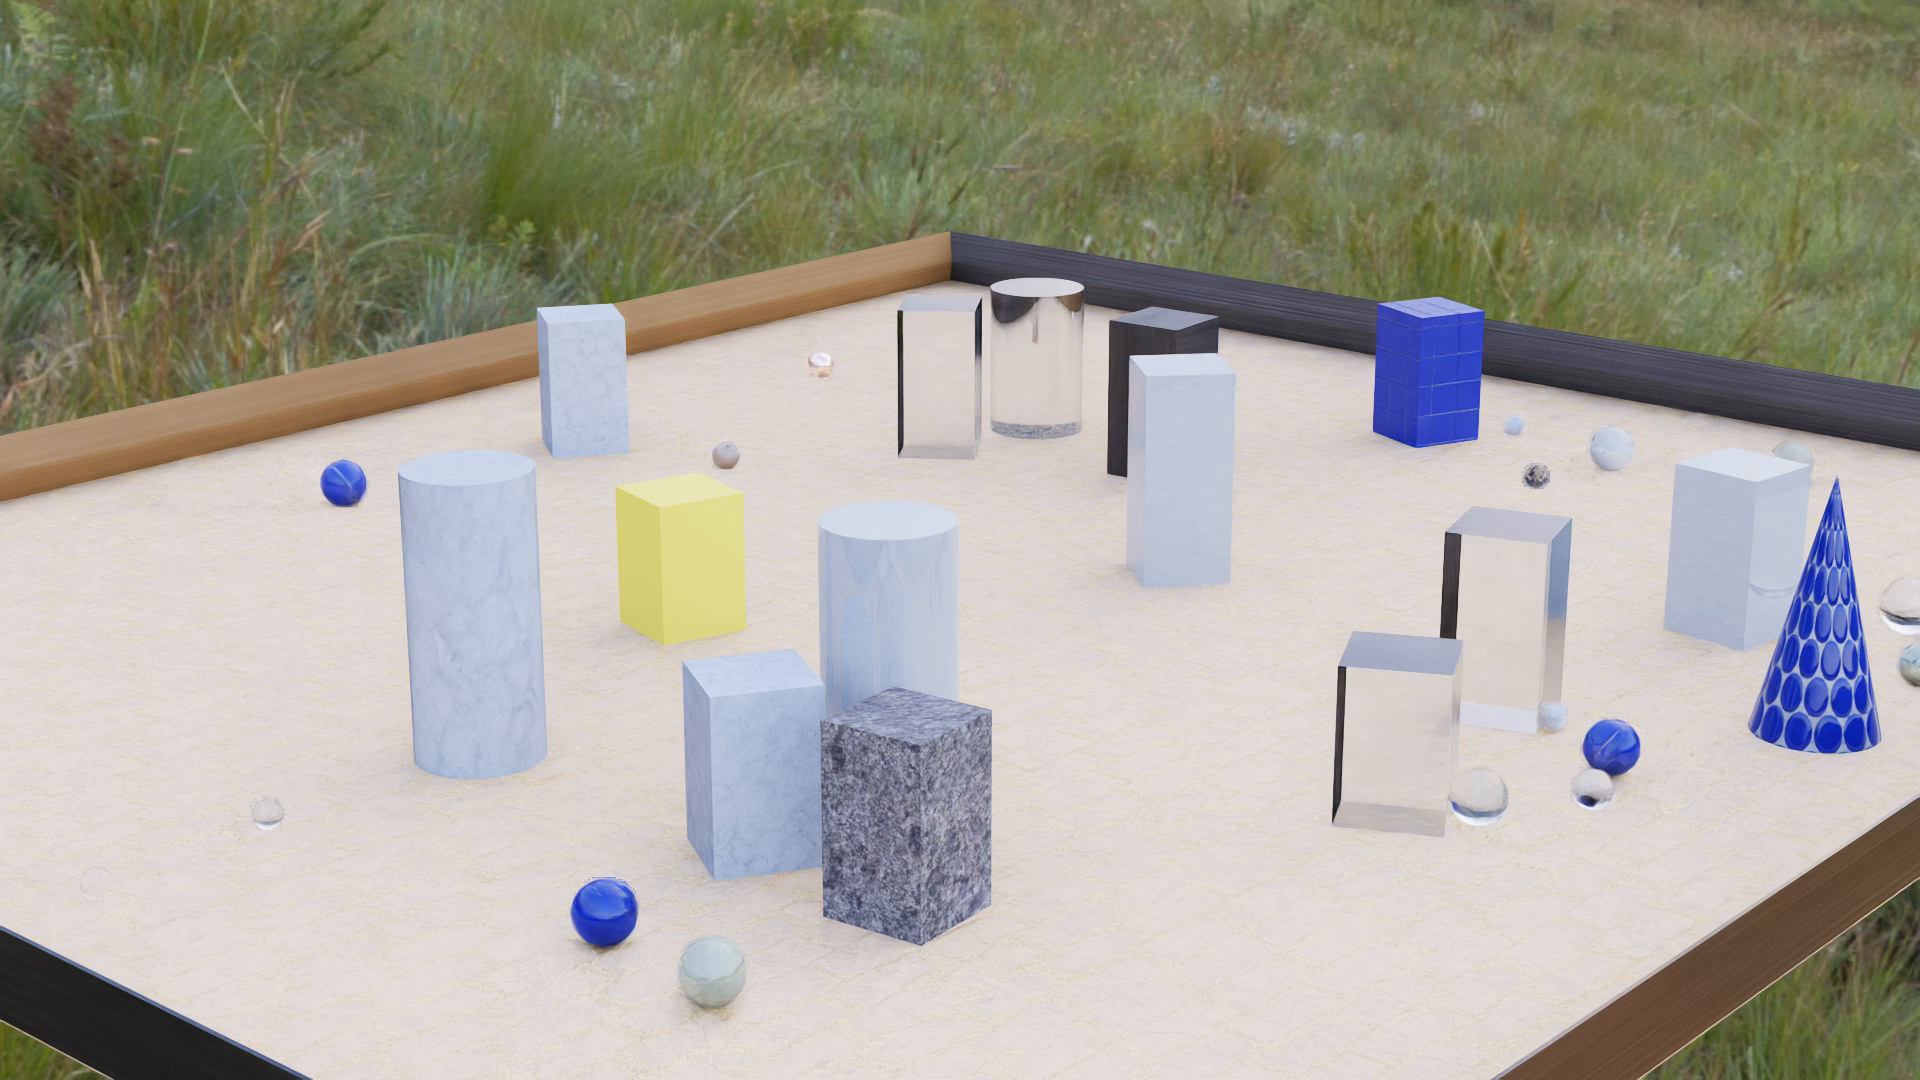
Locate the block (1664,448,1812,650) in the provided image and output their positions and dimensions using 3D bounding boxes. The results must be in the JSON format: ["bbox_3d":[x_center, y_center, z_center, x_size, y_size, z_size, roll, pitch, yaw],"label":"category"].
[{"bbox_3d":[1.300,0.013,4.909,0.158,0.289,0.158,-14,22,-40],"label":"block"}]

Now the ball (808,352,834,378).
[{"bbox_3d":[-0.317,-0.398,6.666,0.061,0.061,0.061,0,17,0],"label":"ball"}]

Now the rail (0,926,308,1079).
[{"bbox_3d":[-1.313,0.468,3.672,3.587,0.128,0.045,14,22,39],"label":"rail"}]

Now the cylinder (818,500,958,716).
[{"bbox_3d":[-0.100,0.174,4.140,0.197,0.423,0.197,0,17,0],"label":"cylinder"}]

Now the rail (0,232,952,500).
[{"bbox_3d":[-1.336,-0.303,6.231,0.045,0.128,4.052,14,22,39],"label":"rail"}]

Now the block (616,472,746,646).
[{"bbox_3d":[-0.470,0.030,4.938,0.158,0.239,0.158,-11,20,-32],"label":"block"}]

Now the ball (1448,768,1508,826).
[{"bbox_3d":[0.718,0.356,4.061,0.082,0.082,0.082,0,17,0],"label":"ball"}]

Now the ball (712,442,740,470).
[{"bbox_3d":[-0.473,-0.170,5.919,0.056,0.056,0.056,0,17,0],"label":"ball"}]

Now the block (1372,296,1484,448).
[{"bbox_3d":[0.980,-0.352,6.143,0.158,0.276,0.158,-8,19,-26],"label":"block"}]

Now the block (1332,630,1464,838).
[{"bbox_3d":[0.618,0.272,4.136,0.158,0.239,0.158,4,17,14],"label":"block"}]

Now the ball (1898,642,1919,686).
[{"bbox_3d":[1.533,0.197,4.675,0.070,0.070,0.070,0,17,0],"label":"ball"}]

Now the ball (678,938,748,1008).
[{"bbox_3d":[-0.301,0.525,3.562,0.085,0.085,0.085,0,17,0],"label":"ball"}]

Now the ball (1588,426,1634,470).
[{"bbox_3d":[1.313,-0.185,5.907,0.090,0.090,0.090,0,17,0],"label":"ball"}]

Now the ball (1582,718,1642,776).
[{"bbox_3d":[0.956,0.304,4.299,0.084,0.084,0.084,0,17,0],"label":"ball"}]

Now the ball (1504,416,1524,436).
[{"bbox_3d":[1.168,-0.242,6.180,0.042,0.042,0.042,0,17,0],"label":"ball"}]

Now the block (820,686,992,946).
[{"bbox_3d":[-0.069,0.355,3.802,0.158,0.273,0.158,11,20,33],"label":"block"}]

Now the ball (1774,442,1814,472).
[{"bbox_3d":[1.655,-0.154,5.824,0.080,0.080,0.080,0,17,0],"label":"ball"}]

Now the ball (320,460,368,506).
[{"bbox_3d":[-1.190,-0.110,5.661,0.090,0.090,0.090,0,17,0],"label":"ball"}]

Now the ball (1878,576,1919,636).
[{"bbox_3d":[1.591,0.111,4.913,0.098,0.098,0.098,0,17,0],"label":"ball"}]

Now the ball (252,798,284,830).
[{"bbox_3d":[-0.969,0.383,4.103,0.044,0.044,0.044,0,17,0],"label":"ball"}]

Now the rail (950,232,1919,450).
[{"bbox_3d":[1.313,-0.404,6.567,3.587,0.128,0.045,14,22,39],"label":"rail"}]

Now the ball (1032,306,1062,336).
[{"bbox_3d":[0.210,-0.528,7.073,0.076,0.076,0.076,0,17,0],"label":"ball"}]

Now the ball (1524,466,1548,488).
[{"bbox_3d":[1.137,-0.124,5.784,0.045,0.045,0.045,0,17,0],"label":"ball"}]

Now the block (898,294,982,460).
[{"bbox_3d":[-0.041,-0.337,6.033,0.158,0.309,0.158,2,17,5],"label":"block"}]

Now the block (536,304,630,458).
[{"bbox_3d":[-0.780,-0.330,6.061,0.158,0.281,0.158,-5,17,-15],"label":"block"}]

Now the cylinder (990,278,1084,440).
[{"bbox_3d":[0.162,-0.385,6.202,0.197,0.305,0.197,0,17,0],"label":"cylinder"}]

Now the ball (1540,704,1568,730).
[{"bbox_3d":[0.905,0.270,4.470,0.041,0.041,0.041,0,17,0],"label":"ball"}]

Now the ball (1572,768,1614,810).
[{"bbox_3d":[0.900,0.355,4.170,0.060,0.060,0.060,0,17,0],"label":"ball"}]

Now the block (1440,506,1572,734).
[{"bbox_3d":[0.839,0.121,4.525,0.158,0.302,0.158,8,18,24],"label":"block"}]

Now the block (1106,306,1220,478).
[{"bbox_3d":[0.405,-0.289,5.865,0.158,0.315,0.158,12,20,34],"label":"block"}]

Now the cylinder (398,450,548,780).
[{"bbox_3d":[-0.716,0.108,4.319,0.197,0.446,0.197,0,17,0],"label":"cylinder"}]

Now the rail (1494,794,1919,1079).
[{"bbox_3d":[1.336,0.367,4.009,0.045,0.128,4.052,14,22,39],"label":"rail"}]

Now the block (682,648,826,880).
[{"bbox_3d":[-0.280,0.304,3.992,0.158,0.261,0.158,-6,18,-18],"label":"block"}]

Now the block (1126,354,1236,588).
[{"bbox_3d":[0.390,-0.125,5.204,0.158,0.382,0.158,-2,17,-7],"label":"block"}]

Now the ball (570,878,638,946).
[{"bbox_3d":[-0.452,0.474,3.729,0.086,0.086,0.086,0,17,0],"label":"ball"}]

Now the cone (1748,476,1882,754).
[{"bbox_3d":[1.307,0.097,4.425,0.197,0.407,0.197,0,17,0],"label":"cone"}]
